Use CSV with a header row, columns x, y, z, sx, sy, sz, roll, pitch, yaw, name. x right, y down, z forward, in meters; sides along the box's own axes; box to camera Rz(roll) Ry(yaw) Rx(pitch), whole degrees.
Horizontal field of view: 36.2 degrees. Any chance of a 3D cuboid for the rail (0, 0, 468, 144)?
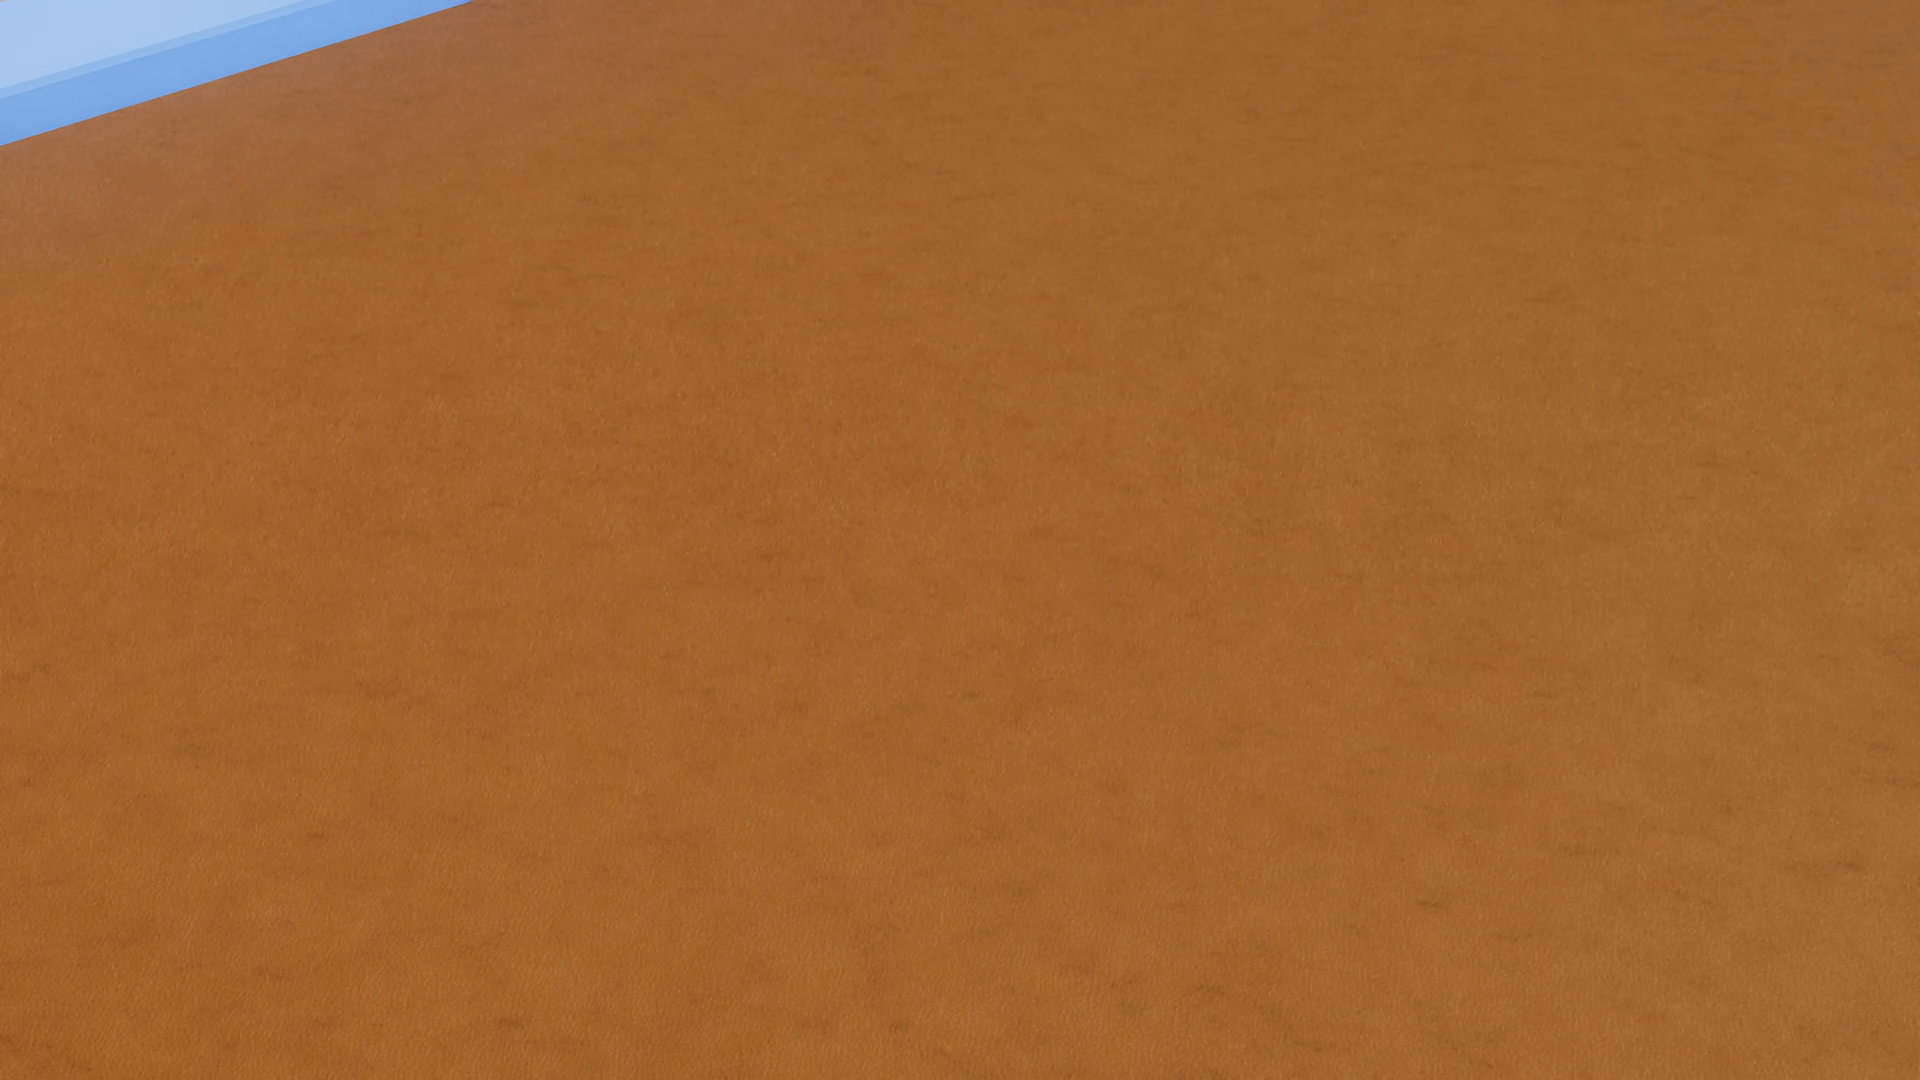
x,y,z,sx,sy,sz,roll,pitch,yaw,name
-0.263,-0.692,3.077,0.045,0.118,4.197,19,32,33,rail
